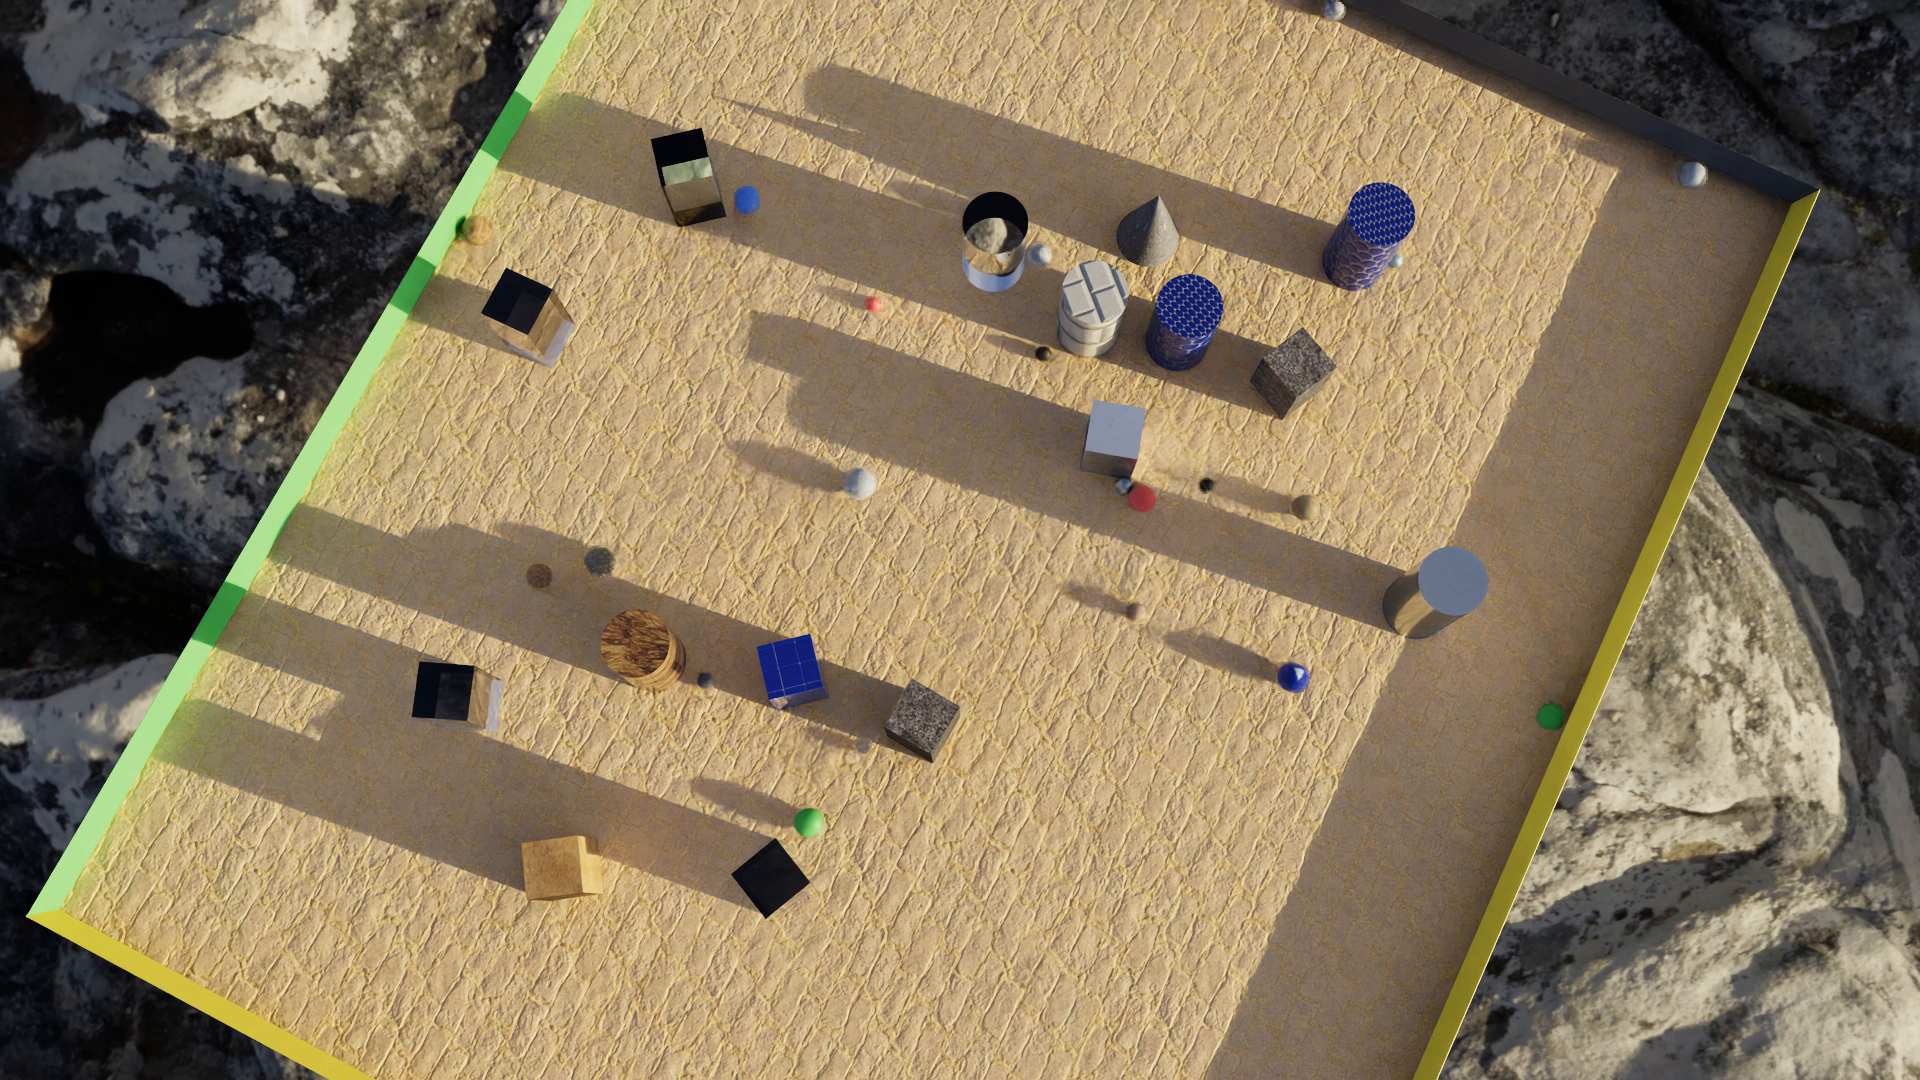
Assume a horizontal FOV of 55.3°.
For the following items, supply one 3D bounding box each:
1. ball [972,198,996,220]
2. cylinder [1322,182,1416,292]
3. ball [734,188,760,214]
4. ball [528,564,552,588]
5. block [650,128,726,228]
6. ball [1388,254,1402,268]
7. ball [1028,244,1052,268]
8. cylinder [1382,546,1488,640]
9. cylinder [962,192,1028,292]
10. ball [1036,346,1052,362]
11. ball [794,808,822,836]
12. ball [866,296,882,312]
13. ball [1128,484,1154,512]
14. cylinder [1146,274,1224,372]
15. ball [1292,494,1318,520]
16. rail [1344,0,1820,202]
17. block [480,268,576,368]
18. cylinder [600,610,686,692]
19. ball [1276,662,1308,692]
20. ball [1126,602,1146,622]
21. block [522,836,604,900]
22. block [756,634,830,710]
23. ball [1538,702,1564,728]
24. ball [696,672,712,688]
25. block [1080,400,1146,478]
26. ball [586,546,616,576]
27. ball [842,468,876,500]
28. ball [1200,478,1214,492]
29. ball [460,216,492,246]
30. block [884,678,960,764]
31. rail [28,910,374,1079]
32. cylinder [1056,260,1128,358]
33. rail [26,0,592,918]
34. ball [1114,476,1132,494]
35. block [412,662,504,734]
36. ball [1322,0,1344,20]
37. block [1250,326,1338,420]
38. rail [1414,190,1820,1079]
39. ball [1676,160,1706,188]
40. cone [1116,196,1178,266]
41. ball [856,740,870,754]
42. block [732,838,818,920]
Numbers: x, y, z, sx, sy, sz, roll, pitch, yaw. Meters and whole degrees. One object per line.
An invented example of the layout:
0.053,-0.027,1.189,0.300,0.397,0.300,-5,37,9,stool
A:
0.075,-1.046,5.796,0.074,0.074,0.074,0,78,0,ball
1.244,-0.922,5.602,0.198,0.401,0.198,0,78,0,cylinder
-0.672,-1.072,5.798,0.080,0.080,0.080,0,78,0,ball
-1.273,0.110,5.557,0.072,0.072,0.072,0,78,0,ball
-0.838,-1.119,5.680,0.158,0.330,0.158,-13,79,-3,block
1.369,-0.879,5.775,0.047,0.047,0.047,0,78,0,ball
0.250,-0.894,5.763,0.075,0.075,0.075,0,78,0,ball
1.384,0.159,5.357,0.198,0.444,0.198,0,78,0,cylinder
0.106,-0.914,5.635,0.198,0.335,0.198,0,78,0,cylinder
0.262,-0.580,5.712,0.048,0.048,0.048,0,78,0,ball
-0.448,0.832,5.401,0.085,0.085,0.085,0,78,0,ball
-0.269,-0.738,5.744,0.050,0.050,0.050,0,78,0,ball
0.555,-0.128,5.602,0.081,0.081,0.081,0,78,0,ball
0.680,-0.658,5.581,0.198,0.337,0.198,0,78,0,cylinder
1.053,-0.100,5.596,0.081,0.081,0.081,0,78,0,ball
0.970,-1.893,5.942,3.806,0.129,0.045,26,80,5,rail
-1.312,-0.673,5.586,0.158,0.332,0.158,25,79,5,block
-0.926,0.328,5.383,0.198,0.325,0.198,0,78,0,cylinder
0.994,0.410,5.485,0.091,0.091,0.091,0,78,0,ball
0.534,0.218,5.541,0.060,0.060,0.060,0,78,0,ball
-1.141,0.946,5.270,0.158,0.295,0.158,-7,78,-2,block
-0.489,0.391,5.397,0.158,0.271,0.158,-14,79,-3,block
1.764,0.524,5.469,0.077,0.077,0.077,0,78,0,ball
-0.767,0.423,5.504,0.048,0.048,0.048,0,78,0,ball
0.461,-0.302,5.549,0.158,0.255,0.158,10,78,2,block
-1.090,0.064,5.559,0.086,0.086,0.086,0,78,0,ball
-0.309,-0.172,5.602,0.099,0.099,0.099,0,78,0,ball
0.757,-0.170,5.630,0.043,0.043,0.043,0,78,0,ball
-1.525,-0.971,5.770,0.094,0.094,0.094,0,78,0,ball
-0.108,0.532,5.350,0.158,0.306,0.158,30,80,6,block
-0.970,1.906,5.155,3.806,0.129,0.045,26,80,5,rail
0.400,-0.700,5.590,0.198,0.337,0.198,0,78,0,cylinder
-1.681,-0.816,5.719,0.045,0.129,4.385,26,80,5,rail
0.501,-0.167,5.622,0.057,0.057,0.057,0,78,0,ball
-1.461,0.462,5.347,0.158,0.340,0.158,4,78,1,block
1.209,-1.720,5.938,0.068,0.068,0.068,0,78,0,ball
1.015,-0.506,5.595,0.158,0.248,0.158,-37,81,-7,block
1.681,0.830,5.378,0.045,0.129,4.385,26,80,5,rail
2.320,-1.161,5.814,0.085,0.085,0.085,0,78,0,ball
0.595,-0.996,5.646,0.198,0.345,0.198,0,78,0,cone
-0.289,0.618,5.466,0.044,0.044,0.044,0,78,0,ball
-0.527,0.973,5.252,0.158,0.319,0.158,-39,81,-7,block
